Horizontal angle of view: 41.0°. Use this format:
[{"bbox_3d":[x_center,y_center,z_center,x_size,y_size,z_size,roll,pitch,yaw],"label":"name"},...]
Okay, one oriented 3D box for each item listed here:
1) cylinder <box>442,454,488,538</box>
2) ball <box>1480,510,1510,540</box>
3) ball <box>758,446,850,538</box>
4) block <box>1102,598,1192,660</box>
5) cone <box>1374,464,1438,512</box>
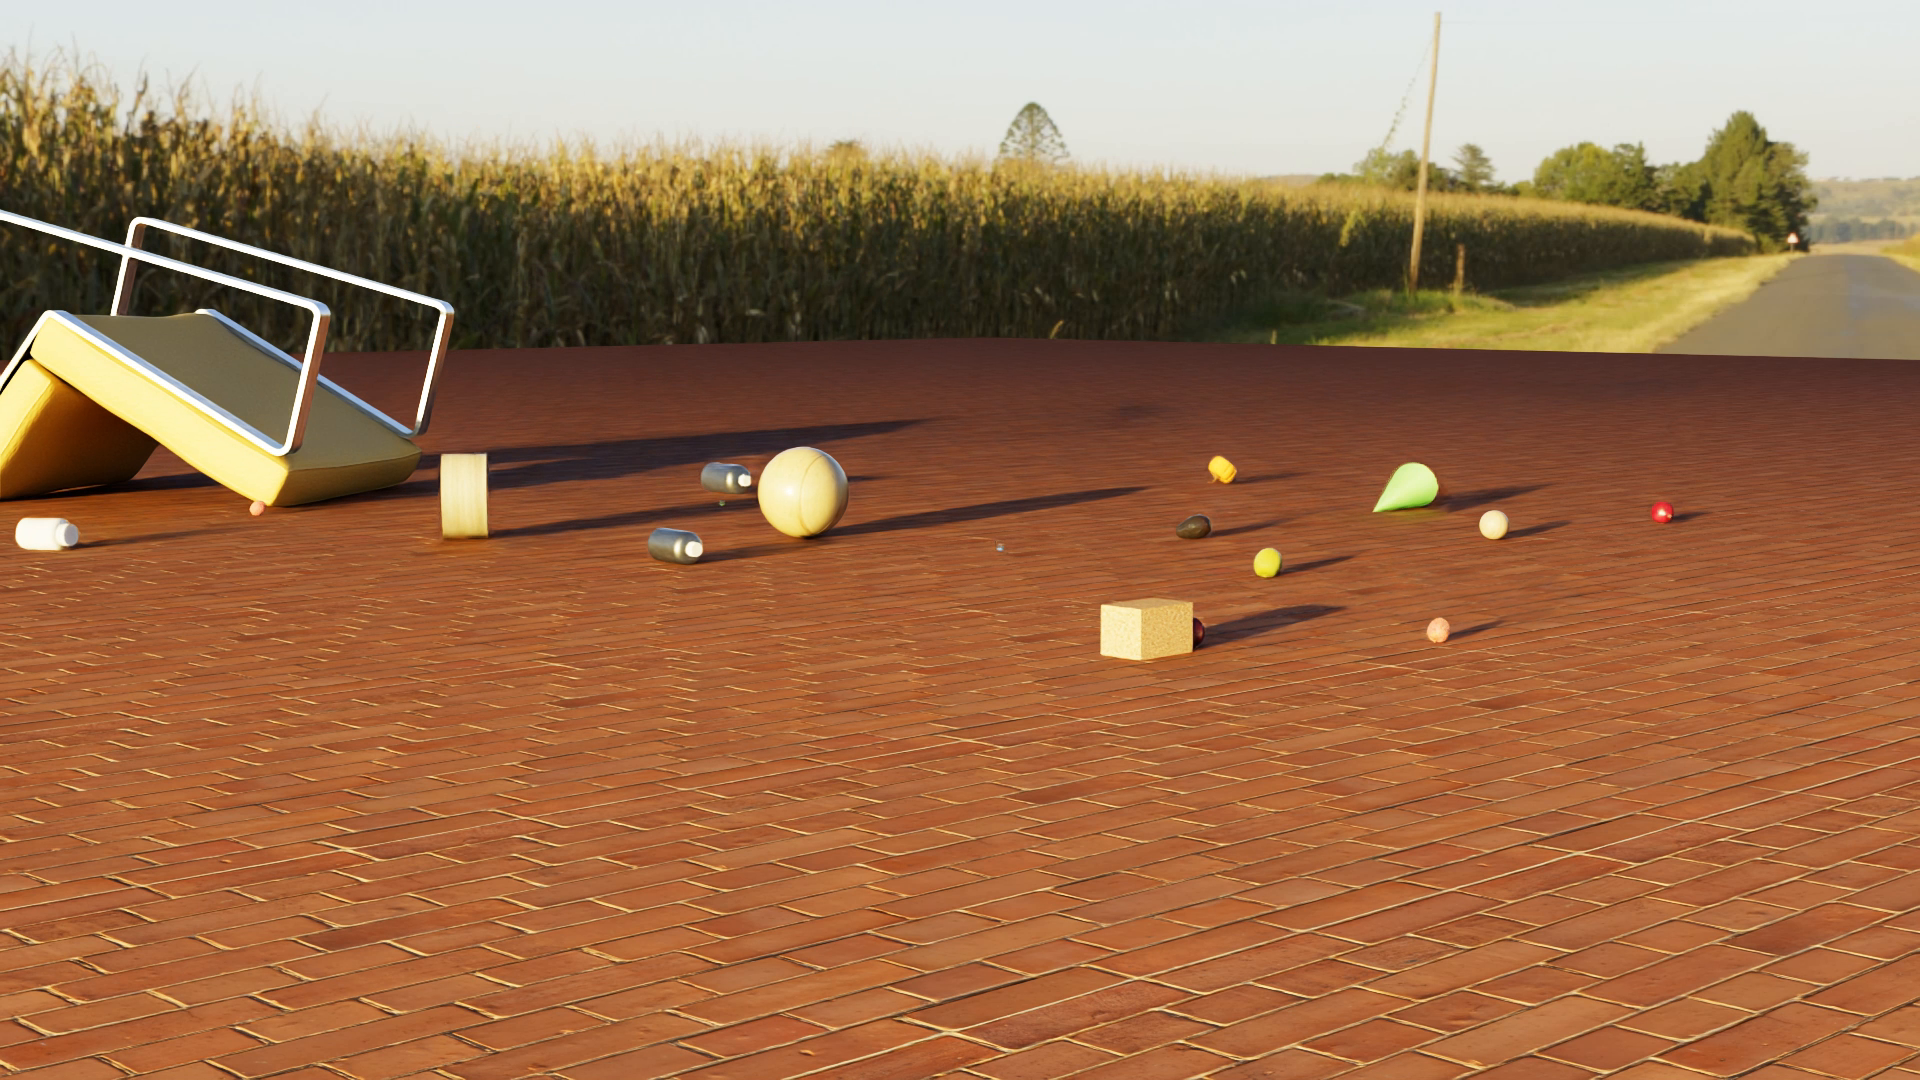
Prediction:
[{"bbox_3d":[-1.243,-0.109,6.449,0.109,0.210,0.201,-1,8,-9],"label":"cylinder"},{"bbox_3d":[1.336,-0.037,6.414,0.074,0.074,0.074,0,6,0],"label":"ball"},{"bbox_3d":[-0.393,-0.119,6.449,0.230,0.230,0.230,0,6,0],"label":"ball"},{"bbox_3d":[0.327,0.155,4.483,0.091,0.088,0.139,6,8,44],"label":"block"},{"bbox_3d":[1.221,-0.117,7.219,0.174,0.131,0.197,-30,-2,-29],"label":"cone"}]
